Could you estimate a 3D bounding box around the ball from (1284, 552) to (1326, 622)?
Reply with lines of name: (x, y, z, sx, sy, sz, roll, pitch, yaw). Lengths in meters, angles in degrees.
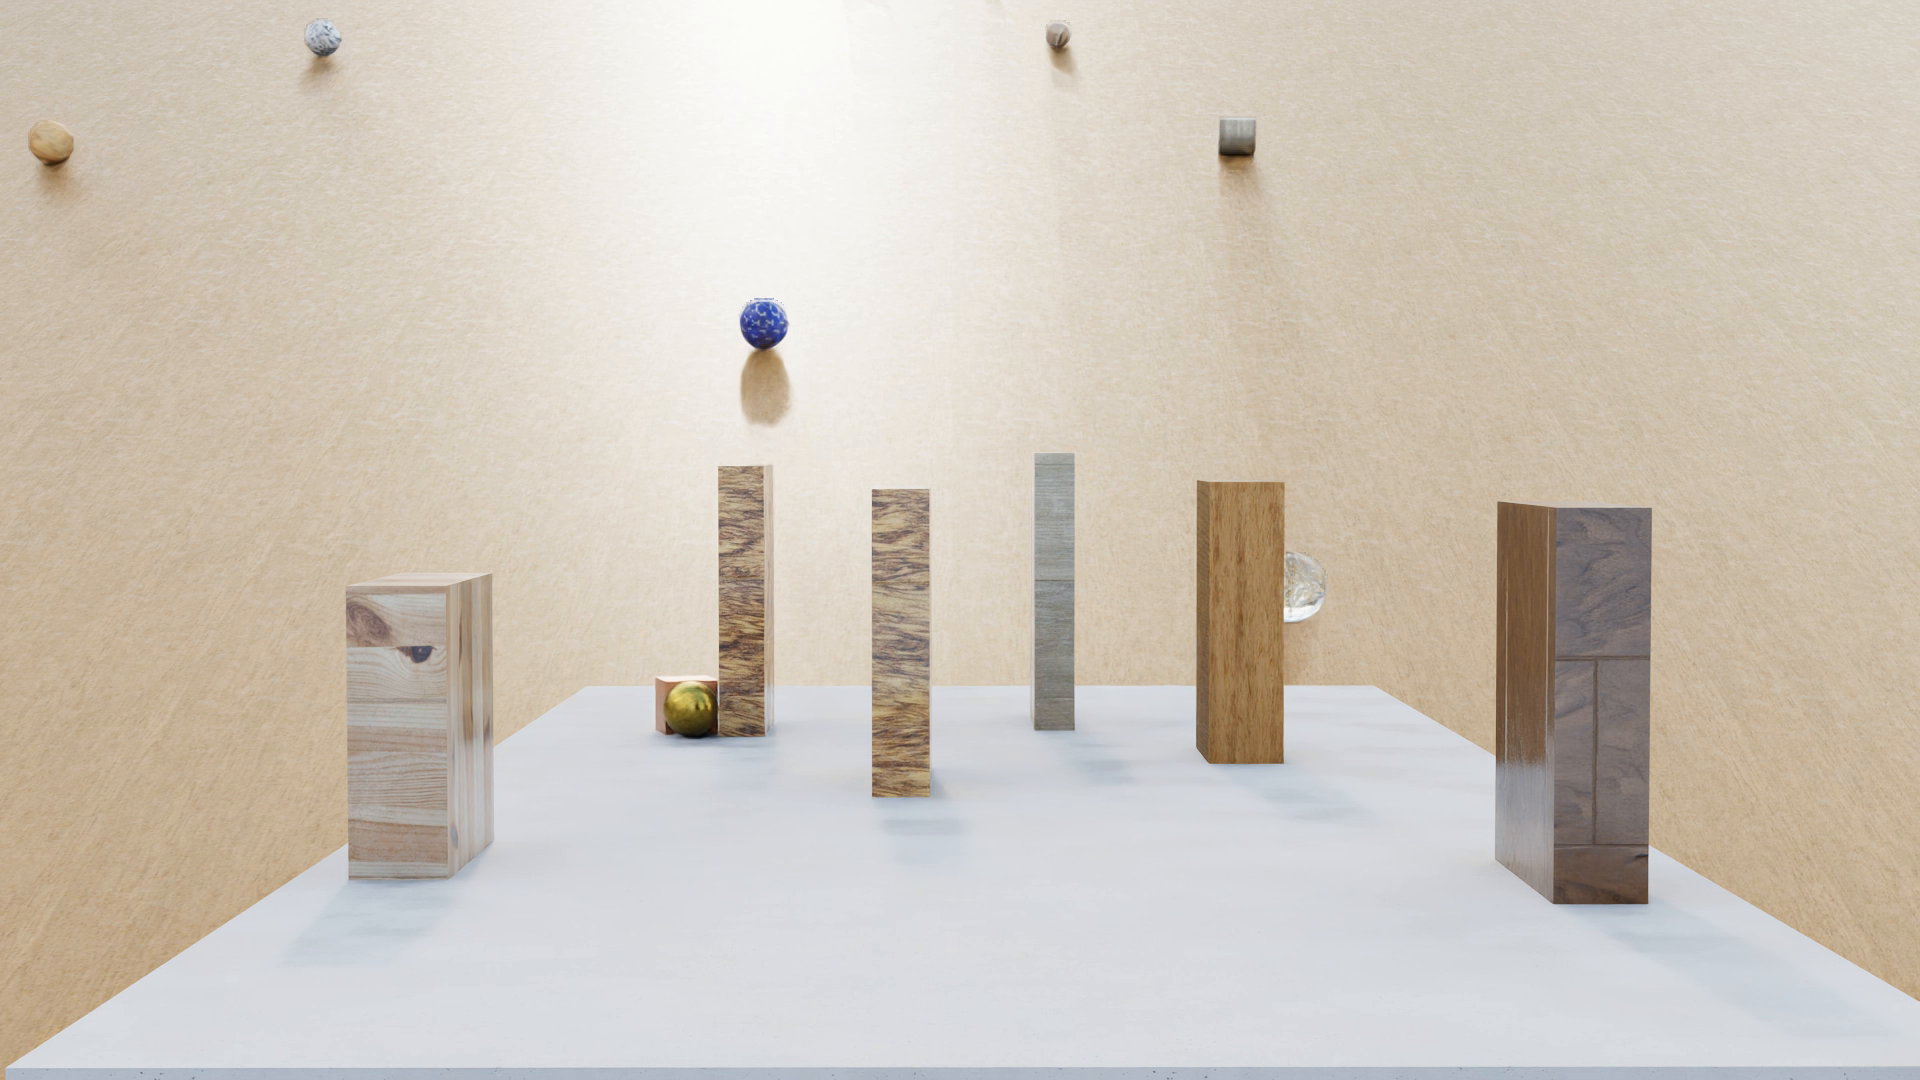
ball: (0.910, 0.130, 7.076, 0.193, 0.193, 0.193, 0, 24, 0)

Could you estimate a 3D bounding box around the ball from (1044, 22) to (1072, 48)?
ball: (0.509, -2.626, 13.381, 0.138, 0.138, 0.138, 0, 24, 0)

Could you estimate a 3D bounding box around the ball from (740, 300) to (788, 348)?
ball: (-0.694, -0.765, 9.122, 0.175, 0.175, 0.175, 0, 24, 0)

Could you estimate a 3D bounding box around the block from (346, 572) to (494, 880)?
block: (-0.793, 0.266, 3.808, 0.141, 0.416, 0.363, 0, 2, 0)

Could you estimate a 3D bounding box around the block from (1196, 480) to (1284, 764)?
block: (0.550, 0.154, 5.071, 0.144, 0.541, 0.264, 0, 2, 0)

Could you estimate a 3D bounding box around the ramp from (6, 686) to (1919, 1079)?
ramp: (0.055, 0.496, 4.544, 2.000, 0.100, 4.000, 0, 2, 0)

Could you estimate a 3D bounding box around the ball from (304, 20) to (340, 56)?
ball: (-3.270, -2.576, 13.217, 0.180, 0.180, 0.180, 0, 24, 0)

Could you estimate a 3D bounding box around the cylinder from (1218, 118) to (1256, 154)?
cylinder: (1.233, -1.801, 11.482, 0.162, 0.162, 0.162, 2, 24, 3)

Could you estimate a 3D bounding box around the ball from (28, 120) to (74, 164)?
ball: (-4.000, -1.752, 11.339, 0.189, 0.189, 0.189, 0, 24, 0)

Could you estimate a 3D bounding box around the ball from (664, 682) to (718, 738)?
ball: (-0.564, 0.355, 5.403, 0.116, 0.116, 0.116, 0, 24, 0)

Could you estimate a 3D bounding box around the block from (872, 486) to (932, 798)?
block: (-0.103, 0.172, 4.676, 0.101, 0.537, 0.408, 0, 2, 0)

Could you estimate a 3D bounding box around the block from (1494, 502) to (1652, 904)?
block: (0.855, 0.215, 3.615, 0.127, 0.530, 0.373, 0, 2, 0)

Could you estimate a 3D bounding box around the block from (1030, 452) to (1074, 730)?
block: (0.202, 0.105, 5.674, 0.086, 0.595, 0.325, 0, 2, 0)

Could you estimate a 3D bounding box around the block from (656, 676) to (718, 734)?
block: (-0.586, 0.353, 5.516, 0.113, 0.113, 0.113, -1, 2, -18)

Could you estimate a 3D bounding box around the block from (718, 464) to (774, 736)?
block: (-0.458, 0.124, 5.542, 0.096, 0.569, 0.292, 0, 2, 0)
